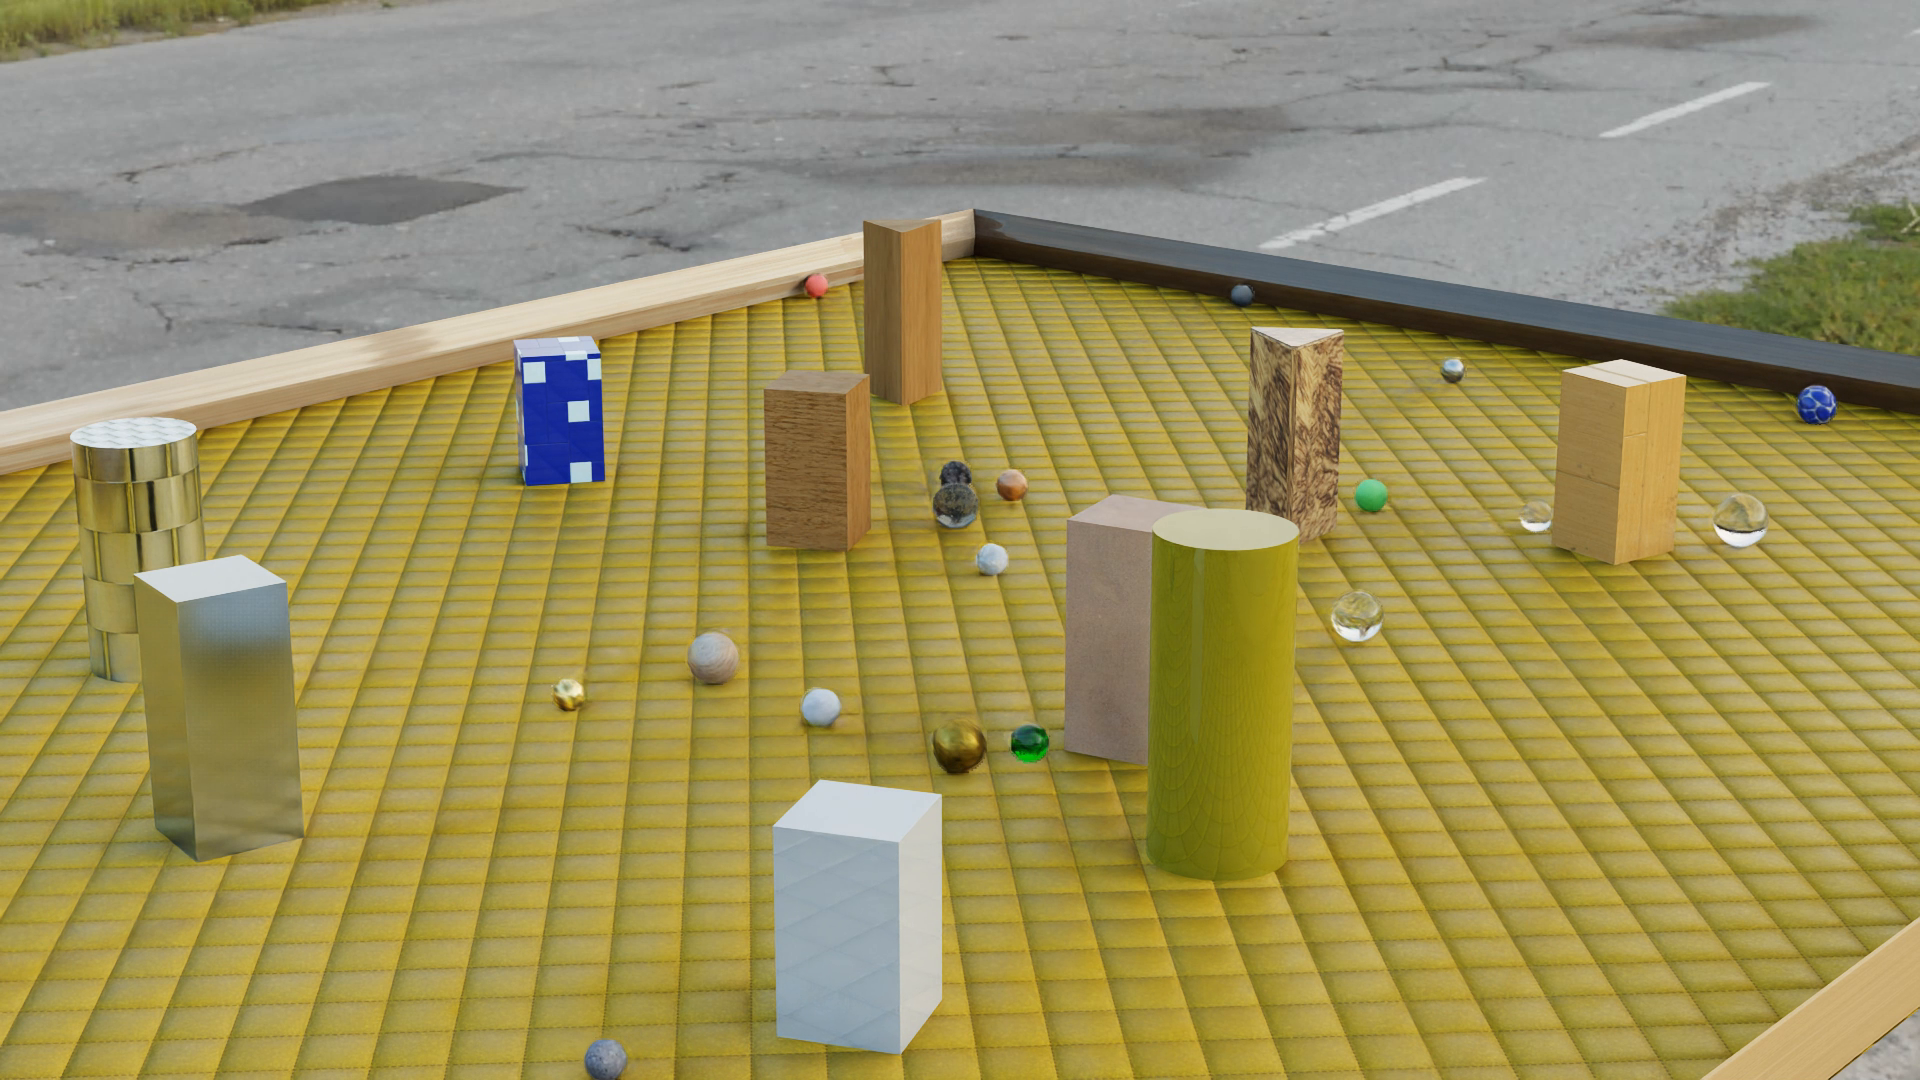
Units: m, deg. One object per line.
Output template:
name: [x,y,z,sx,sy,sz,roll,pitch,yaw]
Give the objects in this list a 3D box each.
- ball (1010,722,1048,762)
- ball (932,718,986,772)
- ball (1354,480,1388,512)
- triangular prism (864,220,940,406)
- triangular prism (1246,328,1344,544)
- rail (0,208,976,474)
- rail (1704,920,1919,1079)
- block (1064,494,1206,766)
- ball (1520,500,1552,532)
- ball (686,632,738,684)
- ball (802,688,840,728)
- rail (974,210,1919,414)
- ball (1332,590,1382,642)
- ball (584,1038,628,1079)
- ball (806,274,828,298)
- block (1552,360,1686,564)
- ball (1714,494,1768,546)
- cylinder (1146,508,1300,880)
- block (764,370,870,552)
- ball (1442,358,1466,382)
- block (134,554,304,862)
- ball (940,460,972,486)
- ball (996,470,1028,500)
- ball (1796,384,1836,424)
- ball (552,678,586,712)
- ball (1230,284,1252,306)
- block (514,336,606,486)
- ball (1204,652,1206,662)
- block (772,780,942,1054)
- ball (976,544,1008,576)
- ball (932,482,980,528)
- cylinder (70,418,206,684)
ball: [0.103,0.300,4.353,0.057,0.057,0.057,0,17,0]
ball: [-0.002,0.301,4.311,0.079,0.079,0.079,0,17,0]
ball: [0.789,-0.086,5.623,0.062,0.062,0.062,0,17,0]
triangular prism: [-0.105,-0.510,6.470,0.146,0.385,0.168,-10,20,-30]
triangular prism: [0.598,-0.199,5.447,0.146,0.381,0.168,13,21,36]
rail: [-1.463,-0.335,6.336,0.045,0.126,4.628,14,22,39]
rail: [1.463,0.398,3.904,0.045,0.126,4.628,14,22,39]
block: [0.262,0.134,4.379,0.156,0.361,0.156,9,19,27]
ball: [1.079,-0.044,5.490,0.060,0.060,0.060,0,17,0]
ball: [-0.394,0.188,4.680,0.083,0.083,0.083,0,17,0]
ball: [-0.212,0.257,4.493,0.059,0.059,0.059,0,17,0]
rail: [1.502,-0.468,6.776,3.921,0.126,0.045,14,22,39]
ball: [0.661,0.127,4.880,0.084,0.084,0.084,0,17,0]
ball: [-0.408,0.599,3.378,0.048,0.048,0.048,0,17,0]
ball: [-0.367,-0.650,7.501,0.059,0.059,0.059,0,17,0]
block: [1.202,-0.144,5.353,0.156,0.330,0.156,-11,20,-33]
ball: [1.437,-0.036,5.397,0.097,0.097,0.097,0,17,0]
cylinder: [0.353,0.207,3.958,0.194,0.464,0.194,0,17,0]
block: [-0.262,-0.148,5.424,0.156,0.298,0.156,4,17,14]
ball: [1.115,-0.382,6.622,0.053,0.053,0.053,0,17,0]
block: [-1.020,0.230,4.039,0.156,0.373,0.156,-12,20,-34]
ball: [-0.008,-0.124,5.752,0.062,0.062,0.062,0,17,0]
ball: [0.101,-0.106,5.694,0.061,0.061,0.061,0,17,0]
ball: [1.829,-0.290,6.264,0.084,0.084,0.084,0,17,0]
ball: [-0.608,0.241,4.560,0.051,0.051,0.051,0,17,0]
ball: [0.710,-0.617,7.396,0.056,0.056,0.056,0,17,0]
block: [-0.800,-0.259,5.853,0.156,0.261,0.156,-4,17,-13]
ball: [0.360,0.188,4.705,0.068,0.068,0.068,0,17,0]
block: [-0.120,0.447,3.498,0.156,0.269,0.156,5,18,17]
ball: [0.057,0.035,5.233,0.057,0.057,0.057,0,17,0]
ball: [-0.008,-0.065,5.510,0.087,0.087,0.087,0,17,0]
cylinder: [-1.316,0.015,4.725,0.194,0.389,0.194,0,17,0]
